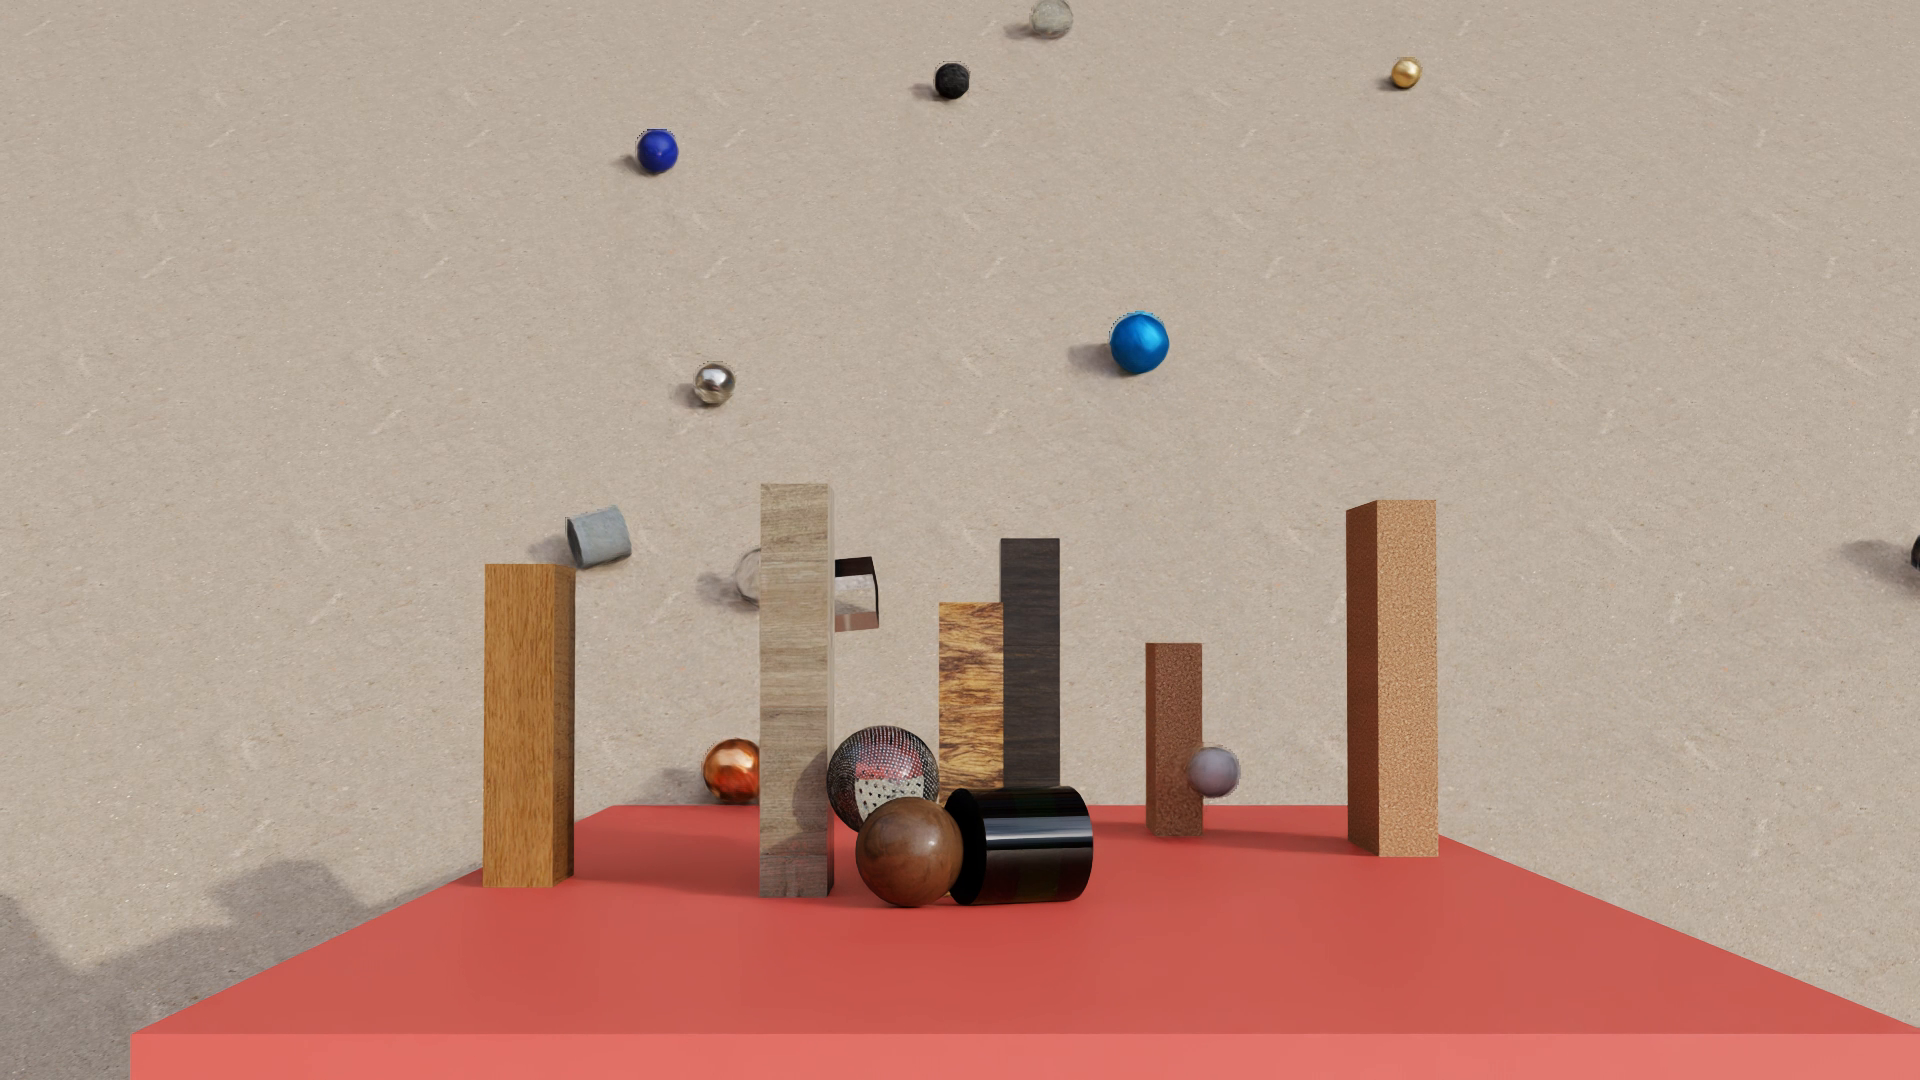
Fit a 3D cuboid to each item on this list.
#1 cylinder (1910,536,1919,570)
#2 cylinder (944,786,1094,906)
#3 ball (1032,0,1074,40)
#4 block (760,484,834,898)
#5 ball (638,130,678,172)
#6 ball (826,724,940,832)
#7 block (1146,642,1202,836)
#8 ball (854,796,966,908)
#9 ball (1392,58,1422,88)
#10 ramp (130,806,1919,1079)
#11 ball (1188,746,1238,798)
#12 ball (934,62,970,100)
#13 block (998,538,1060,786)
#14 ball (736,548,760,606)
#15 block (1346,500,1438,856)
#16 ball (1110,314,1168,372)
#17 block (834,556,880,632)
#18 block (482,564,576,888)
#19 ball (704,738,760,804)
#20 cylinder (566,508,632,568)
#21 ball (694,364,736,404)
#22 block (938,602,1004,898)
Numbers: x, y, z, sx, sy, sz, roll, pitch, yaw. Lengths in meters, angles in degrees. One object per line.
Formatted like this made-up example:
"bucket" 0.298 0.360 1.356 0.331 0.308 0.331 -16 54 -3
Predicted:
"cylinder" 2.984 0.050 7.736 0.207 0.207 0.207 -21 41 -26
"cylinder" 0.092 0.508 4.332 0.193 0.193 0.193 1 33 -24
"ball" 0.385 -2.165 10.806 0.171 0.171 0.171 0 36 0
"block" -0.283 0.260 4.558 0.115 0.705 0.251 0 -2 0
"ball" -1.147 -1.475 9.872 0.157 0.157 0.157 0 36 0
"ball" -0.130 0.410 4.413 0.193 0.193 0.193 0 36 0
"block" 0.489 0.451 5.959 0.104 0.431 0.312 0 -2 0
"ball" -0.082 0.511 4.264 0.181 0.181 0.181 0 36 0
"ball" 1.794 -1.876 10.455 0.118 0.118 0.118 0 36 0
"ramp" 0.079 0.675 4.883 2.000 0.100 4.000 0 -2 0
"ball" 0.560 0.514 5.747 0.113 0.113 0.113 0 36 0
"ball" -0.031 -1.832 10.374 0.143 0.143 0.143 0 36 0
"block" 0.132 0.315 4.994 0.111 0.628 0.249 0 -2 0
"ball" -0.572 0.110 7.677 0.181 0.181 0.181 0 36 0
"block" 0.905 0.287 5.469 0.119 0.721 0.427 0 -2 0
"ball" 0.602 -0.659 8.718 0.197 0.197 0.197 0 36 0
"block" -0.324 0.160 7.632 0.152 0.152 0.152 -5 36 -7
"block" -0.782 0.333 4.735 0.124 0.573 0.254 0 -2 0
"ball" -0.598 0.619 6.956 0.177 0.177 0.177 0 36 0
"cylinder" -1.091 -0.005 7.855 0.153 0.153 0.153 -15 39 -19
"ball" -0.807 -0.514 8.570 0.137 0.137 0.137 0 36 0
"block" 0.019 0.365 4.650 0.110 0.502 0.430 0 -2 0
